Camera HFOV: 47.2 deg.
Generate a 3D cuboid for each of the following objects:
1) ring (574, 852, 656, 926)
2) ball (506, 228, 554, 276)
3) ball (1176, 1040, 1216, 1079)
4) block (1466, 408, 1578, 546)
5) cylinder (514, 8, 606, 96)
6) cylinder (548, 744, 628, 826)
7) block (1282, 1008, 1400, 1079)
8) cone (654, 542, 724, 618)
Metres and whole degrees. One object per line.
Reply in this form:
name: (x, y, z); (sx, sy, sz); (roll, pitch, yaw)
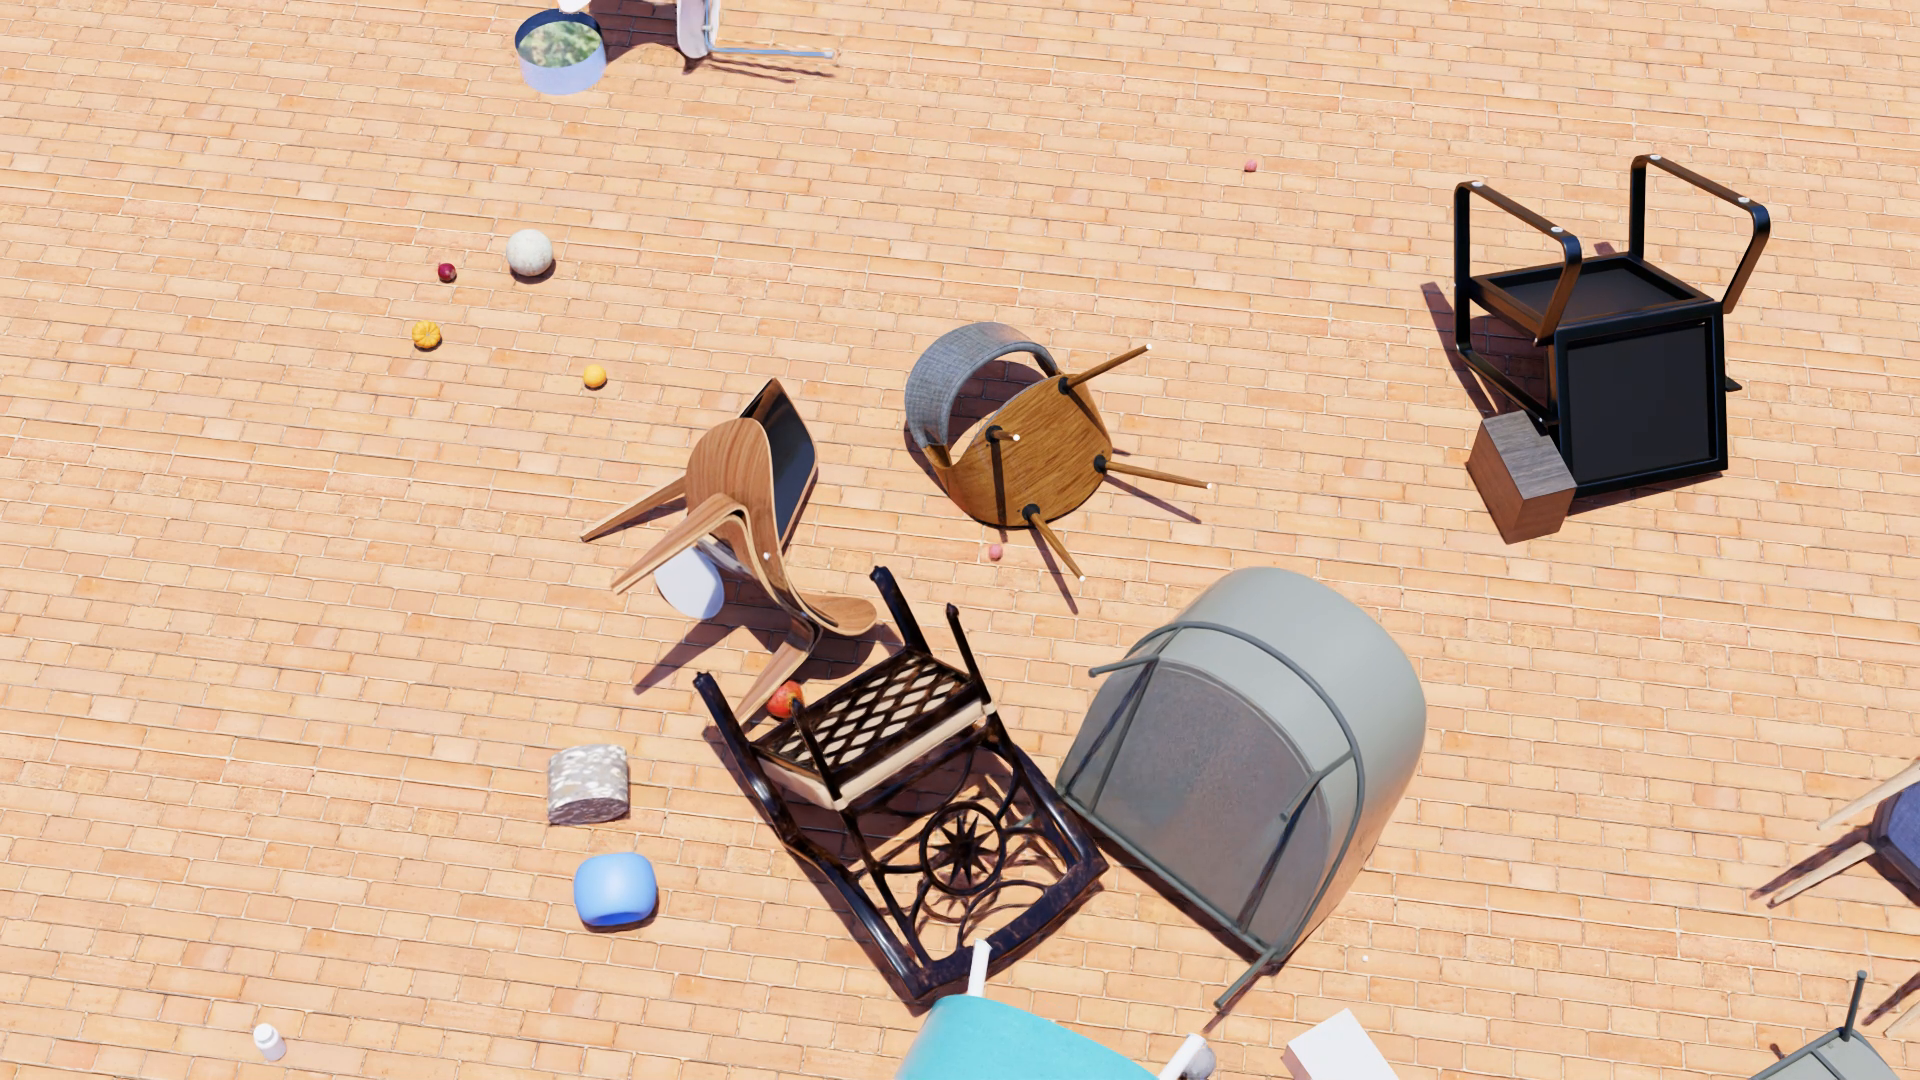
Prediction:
ring: (-0.915, 0.926, 5.838); (0.221, 0.198, 0.161); (-11, 69, 7)
ball: (-1.390, -0.930, 7.106); (0.153, 0.153, 0.153); (0, 56, 0)
ball: (0.603, 1.331, 5.619); (0.102, 0.102, 0.102); (0, 56, 0)
block: (1.672, -0.190, 6.558); (0.169, 0.238, 0.301); (-14, 57, -9)
cylinder: (-1.386, -1.696, 7.634); (0.300, 0.129, 0.295); (2, 56, 1)
cylinder: (-1.023, 0.671, 6.033); (0.227, 0.145, 0.166); (-13, 56, 8)
block: (0.982, 1.371, 5.579); (0.187, 0.123, 0.286); (-26, 60, -16)
cone: (-0.755, 0.091, 6.457); (0.252, 0.208, 0.170); (49, 30, 1)
